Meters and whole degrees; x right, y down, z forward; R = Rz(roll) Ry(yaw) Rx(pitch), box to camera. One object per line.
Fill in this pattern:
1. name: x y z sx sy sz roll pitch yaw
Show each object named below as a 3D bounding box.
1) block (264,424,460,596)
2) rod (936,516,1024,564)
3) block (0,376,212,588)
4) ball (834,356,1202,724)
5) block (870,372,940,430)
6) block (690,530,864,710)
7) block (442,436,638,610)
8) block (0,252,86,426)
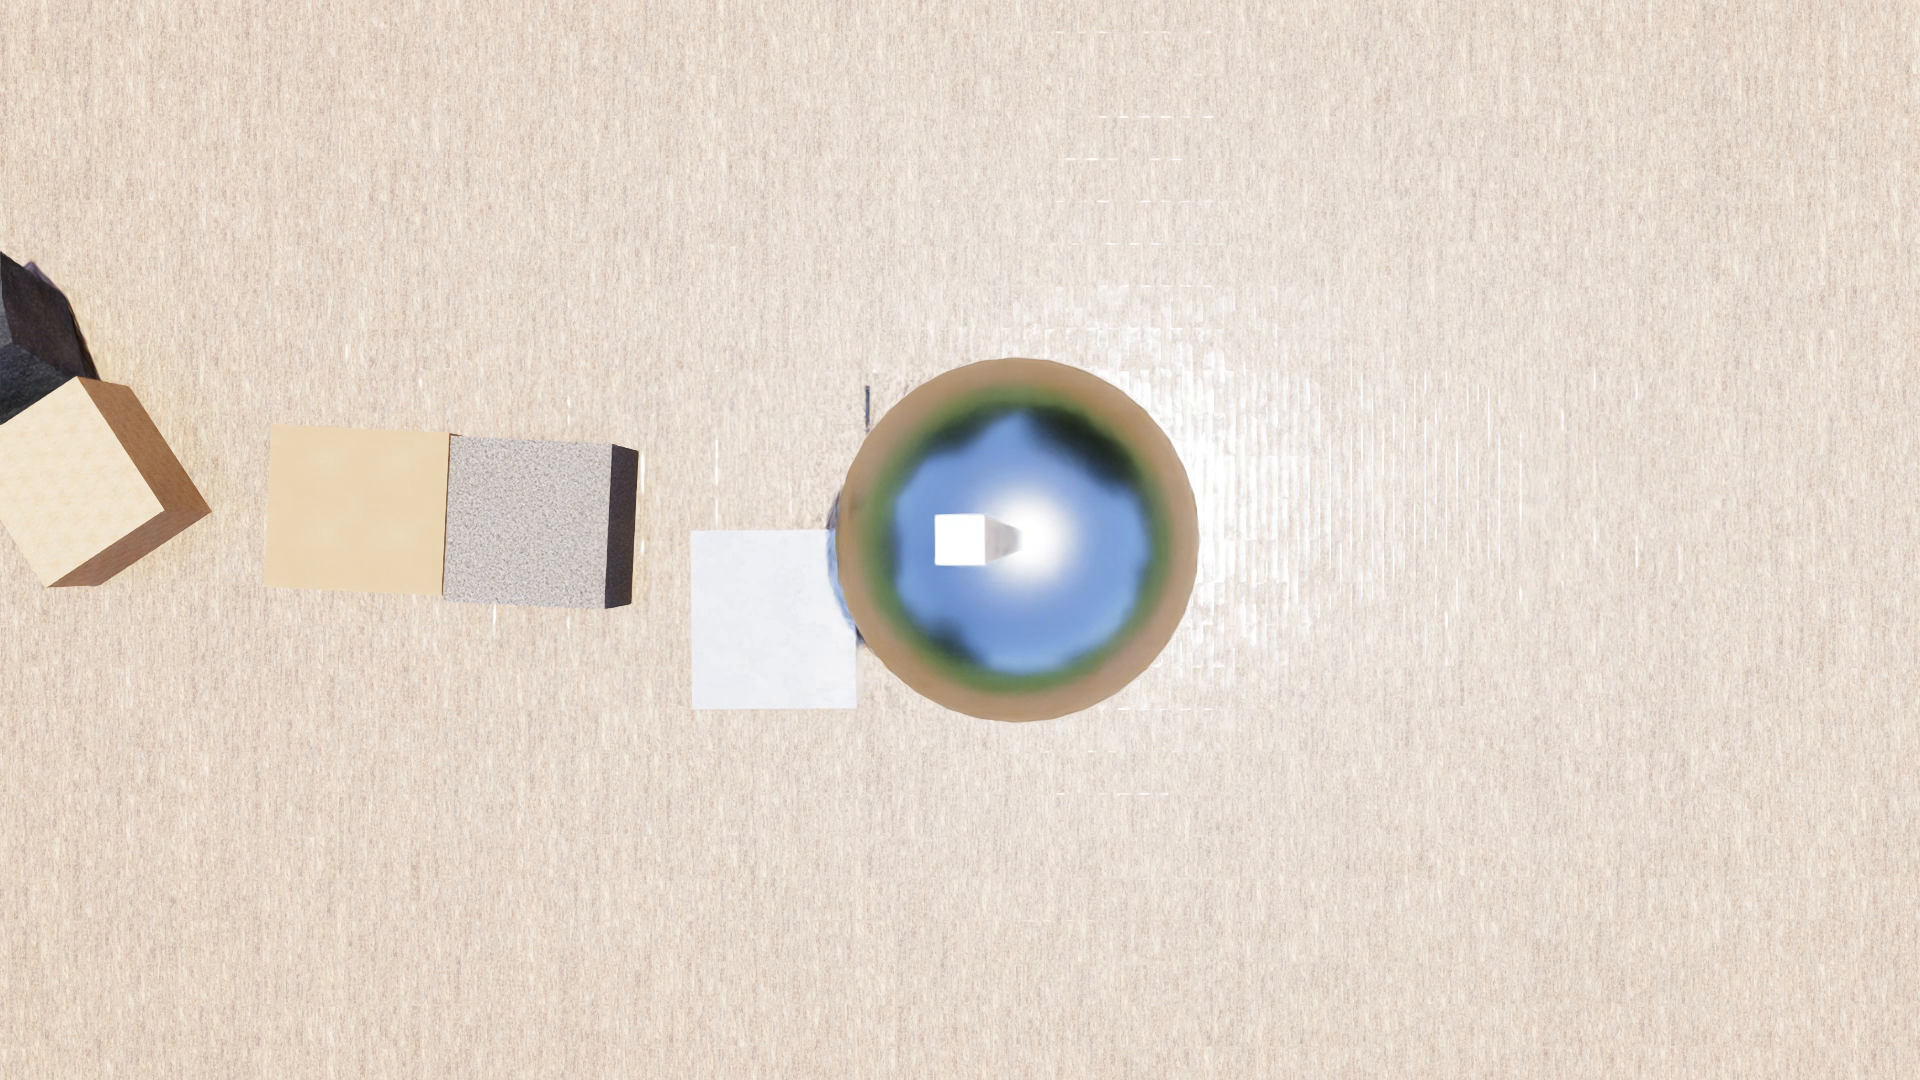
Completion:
1. block: -3.282 -0.164 12.479 0.968 1.041 0.888 3 90 0
2. rod: 0.108 0.000 6.205 0.080 5.200 0.080 0 90 2
3. block: -4.995 -0.322 12.608 0.789 0.784 0.889 -33 90 0
4. ball: 0.250 0.000 9.602 1.600 1.600 1.600 0 90 0
5. block: -0.007 -0.492 12.586 0.986 0.827 0.870 0 90 0
6. block: -1.019 0.434 12.511 0.900 0.979 0.975 0 90 0
7. block: -2.360 -0.095 12.499 0.881 1.001 0.906 3 90 0
8. block: -5.519 -1.121 12.516 0.653 0.707 0.686 -26 67 5
